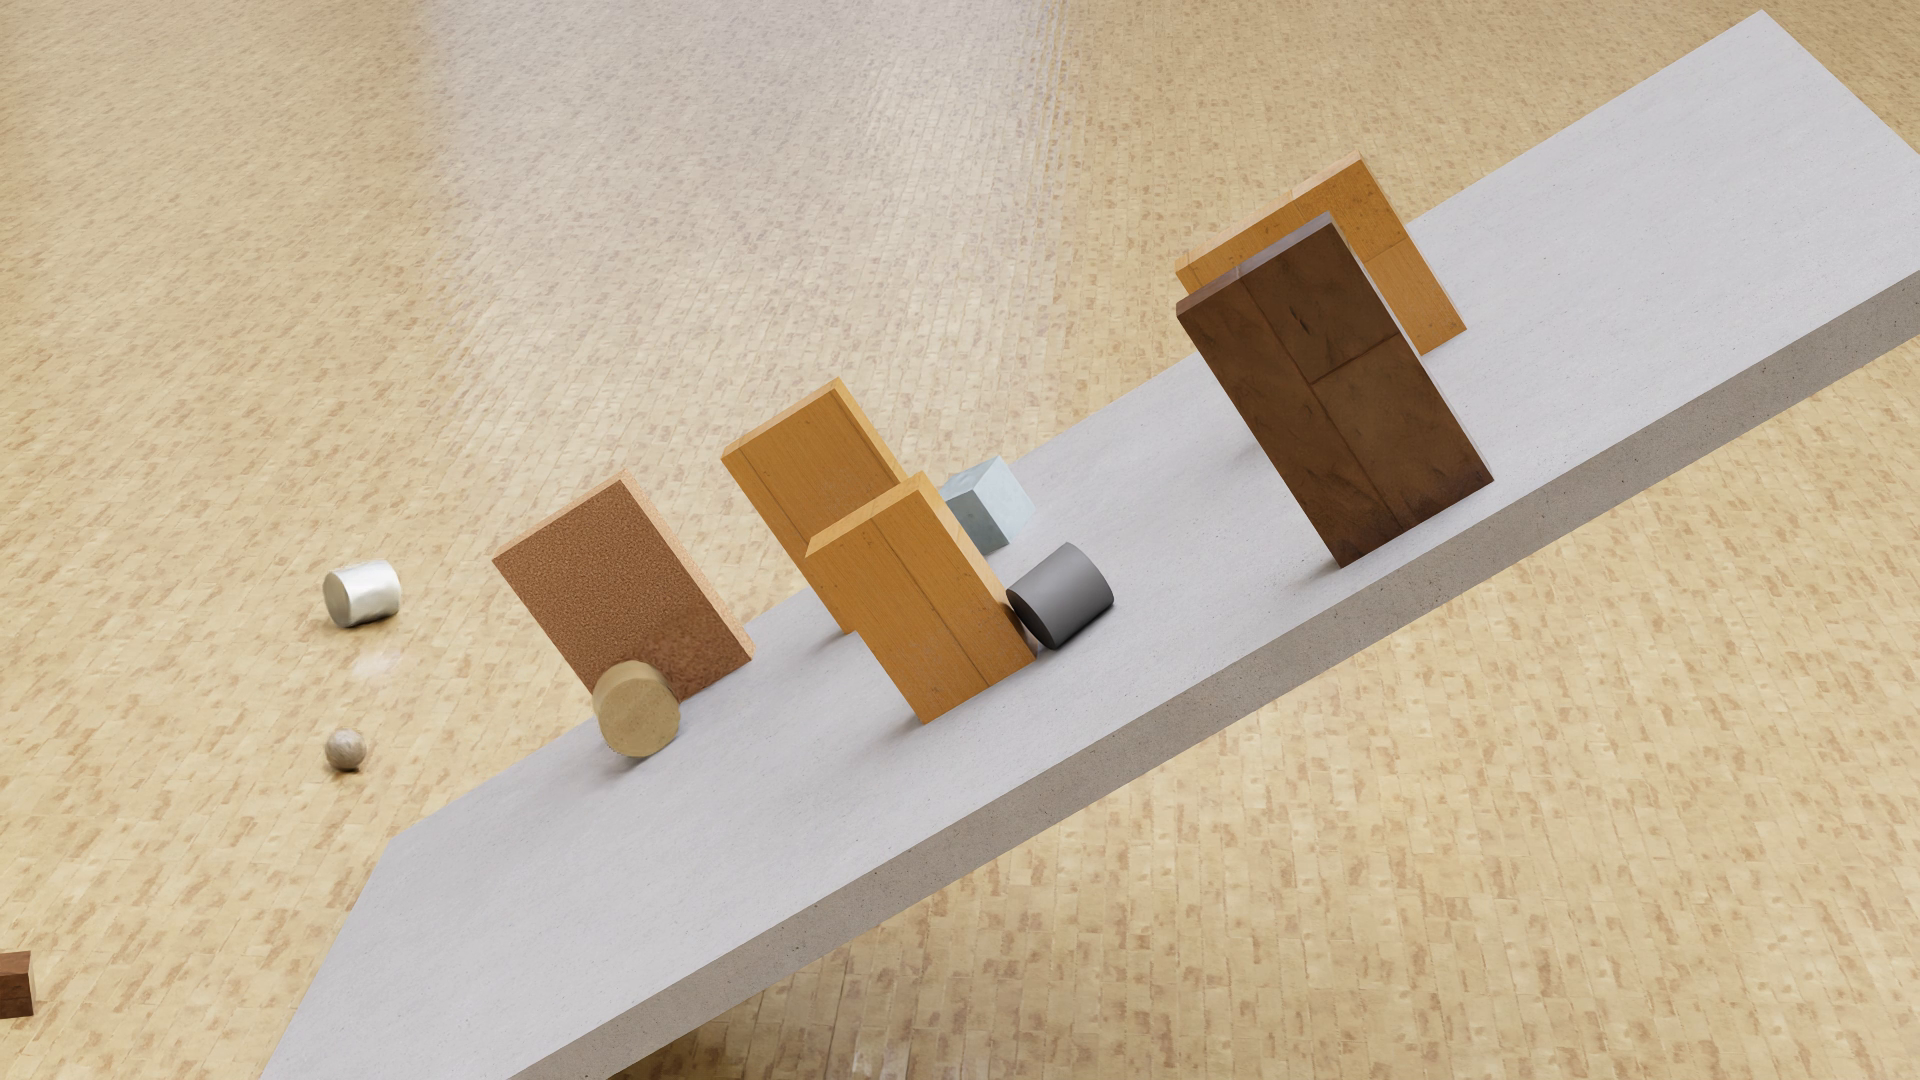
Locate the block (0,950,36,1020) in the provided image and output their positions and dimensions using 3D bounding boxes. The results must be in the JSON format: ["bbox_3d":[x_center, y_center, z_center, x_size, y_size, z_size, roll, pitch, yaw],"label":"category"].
[{"bbox_3d":[-2.274,1.064,7.020,0.115,0.115,0.115,-5,21,-12],"label":"block"}]

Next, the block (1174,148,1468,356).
[{"bbox_3d":[0.743,-0.506,6.075,0.441,0.423,0.095,-31,15,14],"label":"block"}]

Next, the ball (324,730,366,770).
[{"bbox_3d":[-1.732,0.590,8.290,0.115,0.115,0.115,0,20,0],"label":"ball"}]

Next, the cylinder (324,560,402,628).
[{"bbox_3d":[-1.895,0.171,9.325,0.179,0.179,0.179,-16,26,-37],"label":"cylinder"}]

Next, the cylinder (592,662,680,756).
[{"bbox_3d":[-0.768,0.399,6.970,0.189,0.189,0.189,-4,11,-11],"label":"cylinder"}]

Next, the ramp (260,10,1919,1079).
[{"bbox_3d":[0.139,0.171,6.297,4.000,0.100,2.000,-31,15,14],"label":"ramp"}]

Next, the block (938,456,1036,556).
[{"bbox_3d":[0.046,-0.069,6.740,0.154,0.154,0.154,-23,19,37],"label":"block"}]

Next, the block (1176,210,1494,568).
[{"bbox_3d":[0.667,-0.264,5.230,0.315,0.559,0.088,-31,15,14],"label":"block"}]

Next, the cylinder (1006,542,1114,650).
[{"bbox_3d":[0.199,0.112,5.860,0.154,0.154,0.154,-38,32,-12],"label":"cylinder"}]

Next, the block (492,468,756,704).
[{"bbox_3d":[-0.811,0.154,7.120,0.386,0.547,0.087,-31,15,14],"label":"block"}]

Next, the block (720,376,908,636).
[{"bbox_3d":[-0.270,-0.076,6.744,0.316,0.510,0.090,-31,15,14],"label":"block"}]

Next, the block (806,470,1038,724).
[{"bbox_3d":[-0.074,0.117,5.899,0.271,0.426,0.117,-31,15,14],"label":"block"}]
